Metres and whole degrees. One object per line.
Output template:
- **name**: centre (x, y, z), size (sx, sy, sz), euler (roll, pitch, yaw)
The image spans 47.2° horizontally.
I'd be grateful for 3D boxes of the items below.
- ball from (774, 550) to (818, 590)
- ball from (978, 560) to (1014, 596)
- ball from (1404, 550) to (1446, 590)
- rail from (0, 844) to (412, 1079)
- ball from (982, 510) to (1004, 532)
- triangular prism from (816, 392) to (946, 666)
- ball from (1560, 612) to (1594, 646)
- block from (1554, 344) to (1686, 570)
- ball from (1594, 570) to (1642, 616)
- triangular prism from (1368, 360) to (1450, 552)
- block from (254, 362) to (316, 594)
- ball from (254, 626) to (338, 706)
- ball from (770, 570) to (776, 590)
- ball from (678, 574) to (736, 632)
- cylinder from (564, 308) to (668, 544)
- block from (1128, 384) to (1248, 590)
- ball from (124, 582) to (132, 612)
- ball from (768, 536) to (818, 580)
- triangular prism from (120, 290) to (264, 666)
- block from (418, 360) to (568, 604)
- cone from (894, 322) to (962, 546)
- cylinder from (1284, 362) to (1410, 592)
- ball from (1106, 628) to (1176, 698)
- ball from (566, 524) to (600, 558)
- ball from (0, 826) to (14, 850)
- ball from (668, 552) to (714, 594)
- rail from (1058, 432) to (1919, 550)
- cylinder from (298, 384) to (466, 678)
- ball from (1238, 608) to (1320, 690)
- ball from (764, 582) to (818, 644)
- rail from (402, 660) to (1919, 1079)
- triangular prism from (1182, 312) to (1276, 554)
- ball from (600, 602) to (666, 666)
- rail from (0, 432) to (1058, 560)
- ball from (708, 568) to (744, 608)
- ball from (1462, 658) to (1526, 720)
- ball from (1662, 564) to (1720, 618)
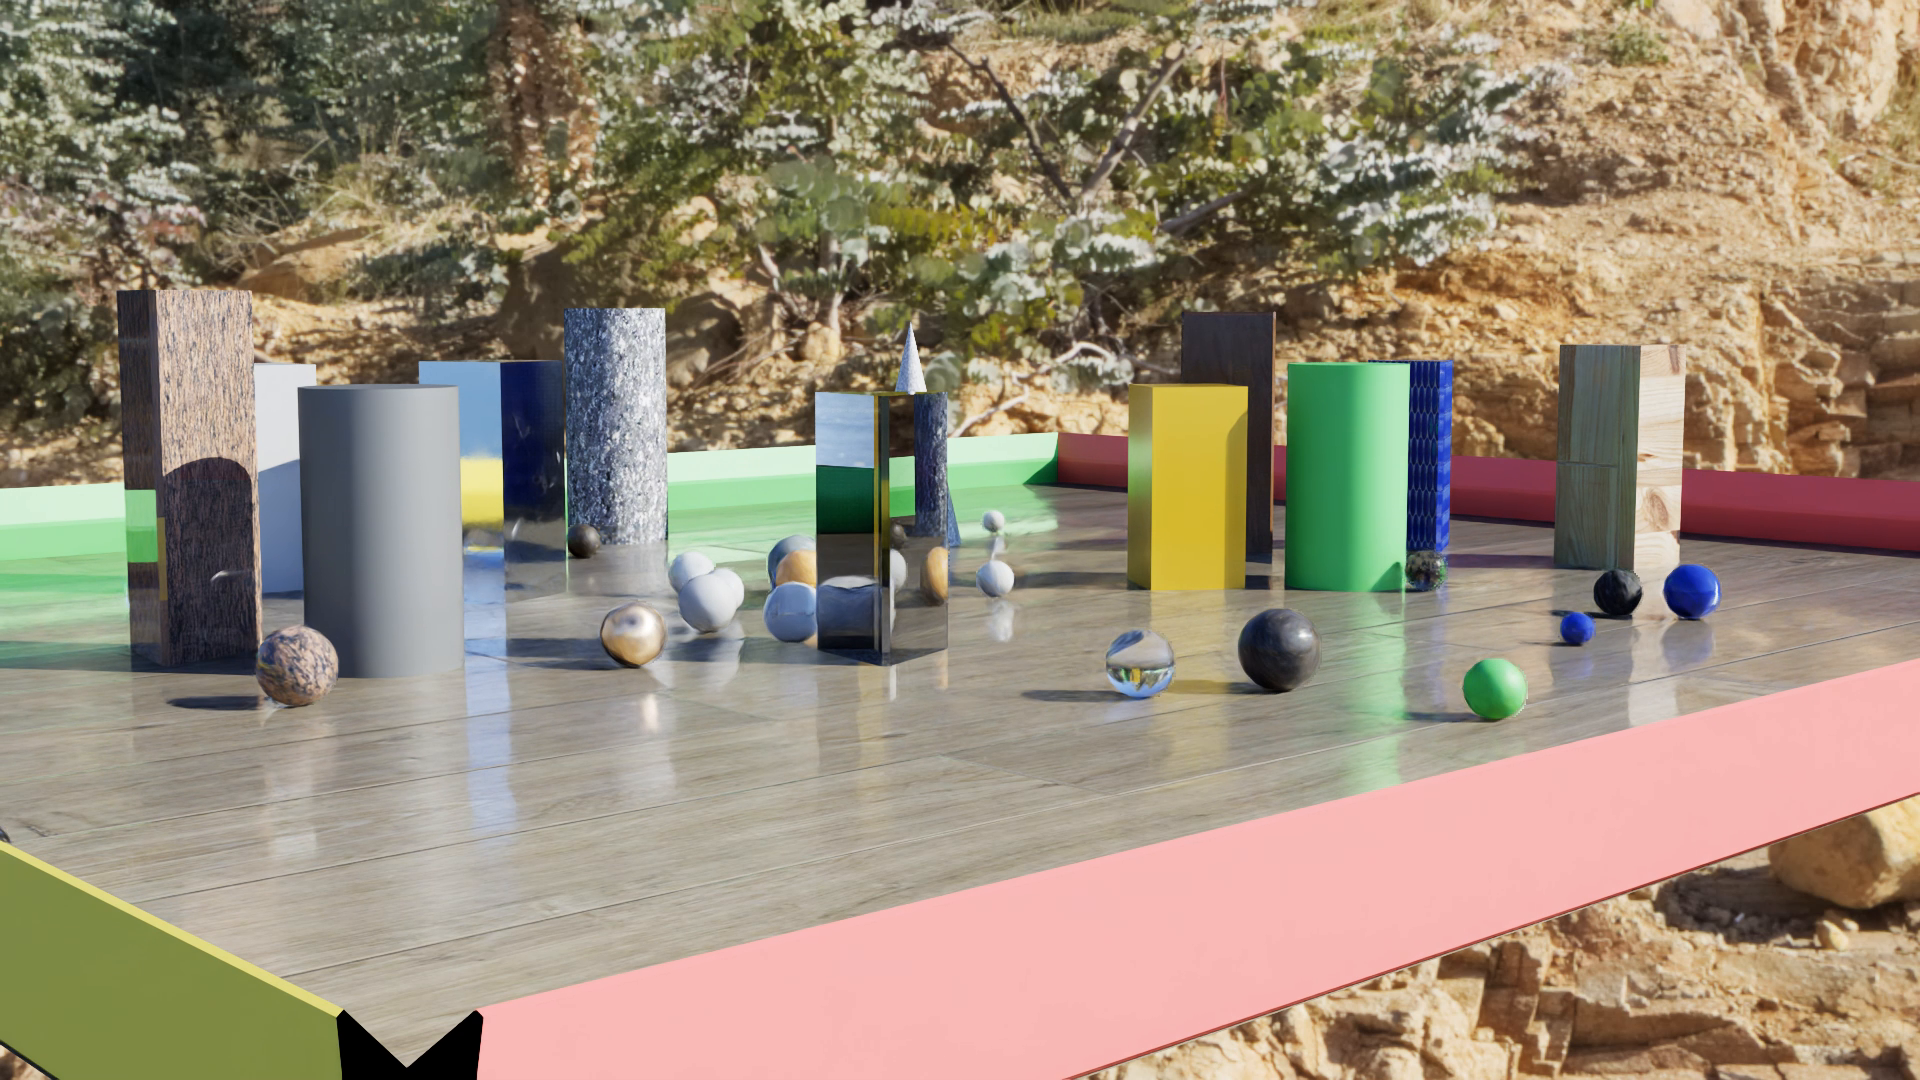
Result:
- **ball**: centre (-0.233, 0.058, 3.284), size (0.088, 0.088, 0.088), euler (0, 6, 0)
- **ball**: centre (0.055, 0.060, 3.413), size (0.057, 0.057, 0.057), euler (0, 6, 0)
- **ball**: centre (0.739, 0.048, 3.489), size (0.065, 0.065, 0.065), euler (0, 6, 0)
- **rail**: centre (-1.301, 0.158, 2.138), size (0.045, 0.126, 3.144), euler (-6, 8, -42)
- **ball**: centre (0.067, -0.037, 4.392), size (0.044, 0.044, 0.044), euler (0, 6, 0)
- **triangular prism**: centre (-0.079, -0.021, 2.840), size (0.145, 0.338, 0.168), euler (-4, 7, -34)
- **ball**: centre (0.820, 0.118, 2.922), size (0.044, 0.044, 0.044), euler (0, 6, 0)
- **block**: centre (1.153, -0.150, 3.846), size (0.155, 0.383, 0.155), euler (-6, 8, -44)
- **ball**: centre (0.957, 0.077, 3.202), size (0.068, 0.068, 0.068), euler (0, 6, 0)
- **triangular prism**: centre (0.876, -0.163, 4.133), size (0.145, 0.349, 0.168), euler (-6, 8, -42)
- **block**: centre (-1.128, -0.102, 3.514), size (0.155, 0.357, 0.155), euler (-5, 8, -37)
- **ball**: centre (-0.748, 0.141, 2.479), size (0.090, 0.090, 0.090), euler (0, 6, 0)
- **ball**: centre (-0.260, 0.065, 3.358), size (0.058, 0.058, 0.058), euler (0, 6, 0)
- **ball**: centre (-0.349, 0.087, 3.044), size (0.080, 0.080, 0.080), euler (0, 6, 0)
- **cylinder**: centre (-0.664, -0.224, 4.253), size (0.194, 0.446, 0.194), euler (0, 6, 0)
- **block**: centre (0.366, -0.089, 3.561), size (0.155, 0.322, 0.155), euler (-1, 6, -10)
- **ball**: centre (-1.152, 0.079, 3.141), size (0.076, 0.076, 0.076), euler (0, 6, 0)
- **ball**: centre (-0.253, 0.040, 3.430), size (0.094, 0.094, 0.094), euler (0, 6, 0)
- **triangular prism**: centre (-0.979, -0.086, 2.836), size (0.145, 0.468, 0.168), euler (-4, 7, -33)
- **block**: centre (-0.724, -0.095, 3.415), size (0.155, 0.365, 0.155), euler (3, 7, 26)
- **cone**: centre (-0.094, -0.205, 4.184), size (0.194, 0.422, 0.194), euler (0, 6, 0)
- **cylinder**: centre (0.625, -0.106, 3.555), size (0.194, 0.357, 0.194), euler (0, 6, 0)
- **ball**: centre (0.207, 0.141, 2.524), size (0.080, 0.080, 0.080), euler (0, 6, 0)
- **ball**: centre (-0.676, 0.002, 3.946), size (0.061, 0.061, 0.061), euler (0, 6, 0)
- **ball**: centre (-0.737, 0.237, 1.615), size (0.079, 0.079, 0.079), euler (0, 6, 0)
- **ball**: centre (-0.415, 0.053, 3.404), size (0.072, 0.072, 0.072), euler (0, 6, 0)
- **rail**: centre (1.301, -0.093, 4.526), size (0.045, 0.126, 3.144), euler (-6, 8, -42)
- **cylinder**: centre (-0.719, -0.016, 2.738), size (0.194, 0.349, 0.194), euler (0, 6, 0)
- **ball**: centre (0.374, 0.128, 2.574), size (0.097, 0.097, 0.097), euler (0, 6, 0)
- **ball**: centre (-0.221, 0.097, 2.938), size (0.083, 0.083, 0.083), euler (0, 6, 0)
- **rail**: centre (1.050, 0.152, 2.200), size (3.589, 0.126, 0.045), euler (-6, 8, -42)
- **triangular prism**: centre (0.497, -0.203, 4.081), size (0.168, 0.440, 0.145), euler (1, 6, 8)
- **ball**: centre (-0.408, 0.117, 2.749), size (0.081, 0.081, 0.081), euler (0, 6, 0)
- **rail**: centre (-1.050, -0.086, 4.464), size (3.589, 0.126, 0.045), euler (-6, 8, -42)
- **ball**: centre (-0.349, 0.076, 3.214), size (0.067, 0.067, 0.067), euler (0, 6, 0)
- **ball**: centre (0.582, 0.162, 2.393), size (0.067, 0.067, 0.067), euler (0, 6, 0)
- **ball**: centre (1.055, 0.074, 3.171), size (0.080, 0.080, 0.080), euler (0, 6, 0)
